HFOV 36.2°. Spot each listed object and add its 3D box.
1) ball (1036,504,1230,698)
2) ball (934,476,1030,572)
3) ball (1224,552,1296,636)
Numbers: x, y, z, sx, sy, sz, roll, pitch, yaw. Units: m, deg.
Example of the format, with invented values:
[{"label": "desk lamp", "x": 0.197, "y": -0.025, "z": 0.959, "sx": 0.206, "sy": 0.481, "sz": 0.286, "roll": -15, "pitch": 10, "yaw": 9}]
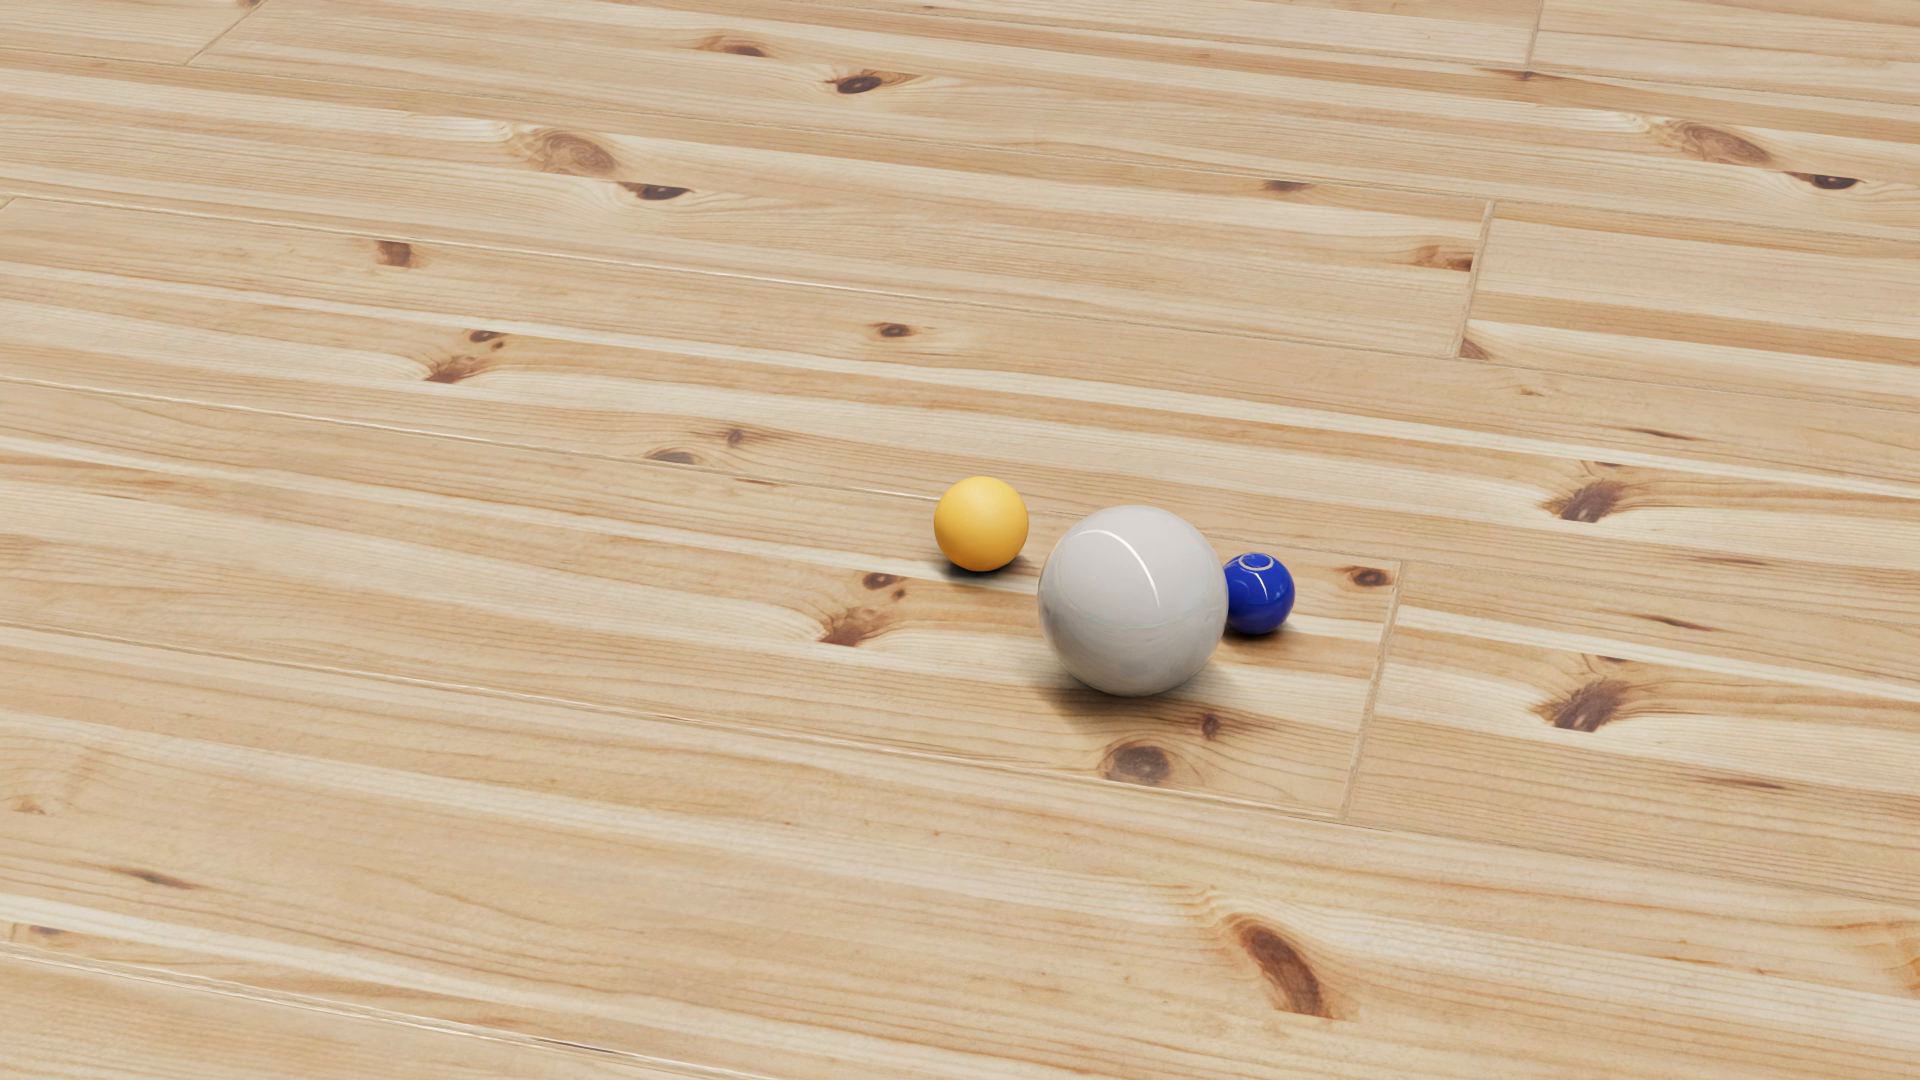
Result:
[{"label": "ball", "x": 0.088, "y": 0.031, "z": 1.502, "sx": 0.098, "sy": 0.098, "sz": 0.098, "roll": 0, "pitch": 31, "yaw": 0}, {"label": "ball", "x": 0.012, "y": -0.009, "z": 1.614, "sx": 0.052, "sy": 0.052, "sz": 0.052, "roll": 0, "pitch": 31, "yaw": 0}, {"label": "ball", "x": 0.156, "y": 0.028, "z": 1.560, "sx": 0.044, "sy": 0.044, "sz": 0.044, "roll": 0, "pitch": 31, "yaw": 0}]
